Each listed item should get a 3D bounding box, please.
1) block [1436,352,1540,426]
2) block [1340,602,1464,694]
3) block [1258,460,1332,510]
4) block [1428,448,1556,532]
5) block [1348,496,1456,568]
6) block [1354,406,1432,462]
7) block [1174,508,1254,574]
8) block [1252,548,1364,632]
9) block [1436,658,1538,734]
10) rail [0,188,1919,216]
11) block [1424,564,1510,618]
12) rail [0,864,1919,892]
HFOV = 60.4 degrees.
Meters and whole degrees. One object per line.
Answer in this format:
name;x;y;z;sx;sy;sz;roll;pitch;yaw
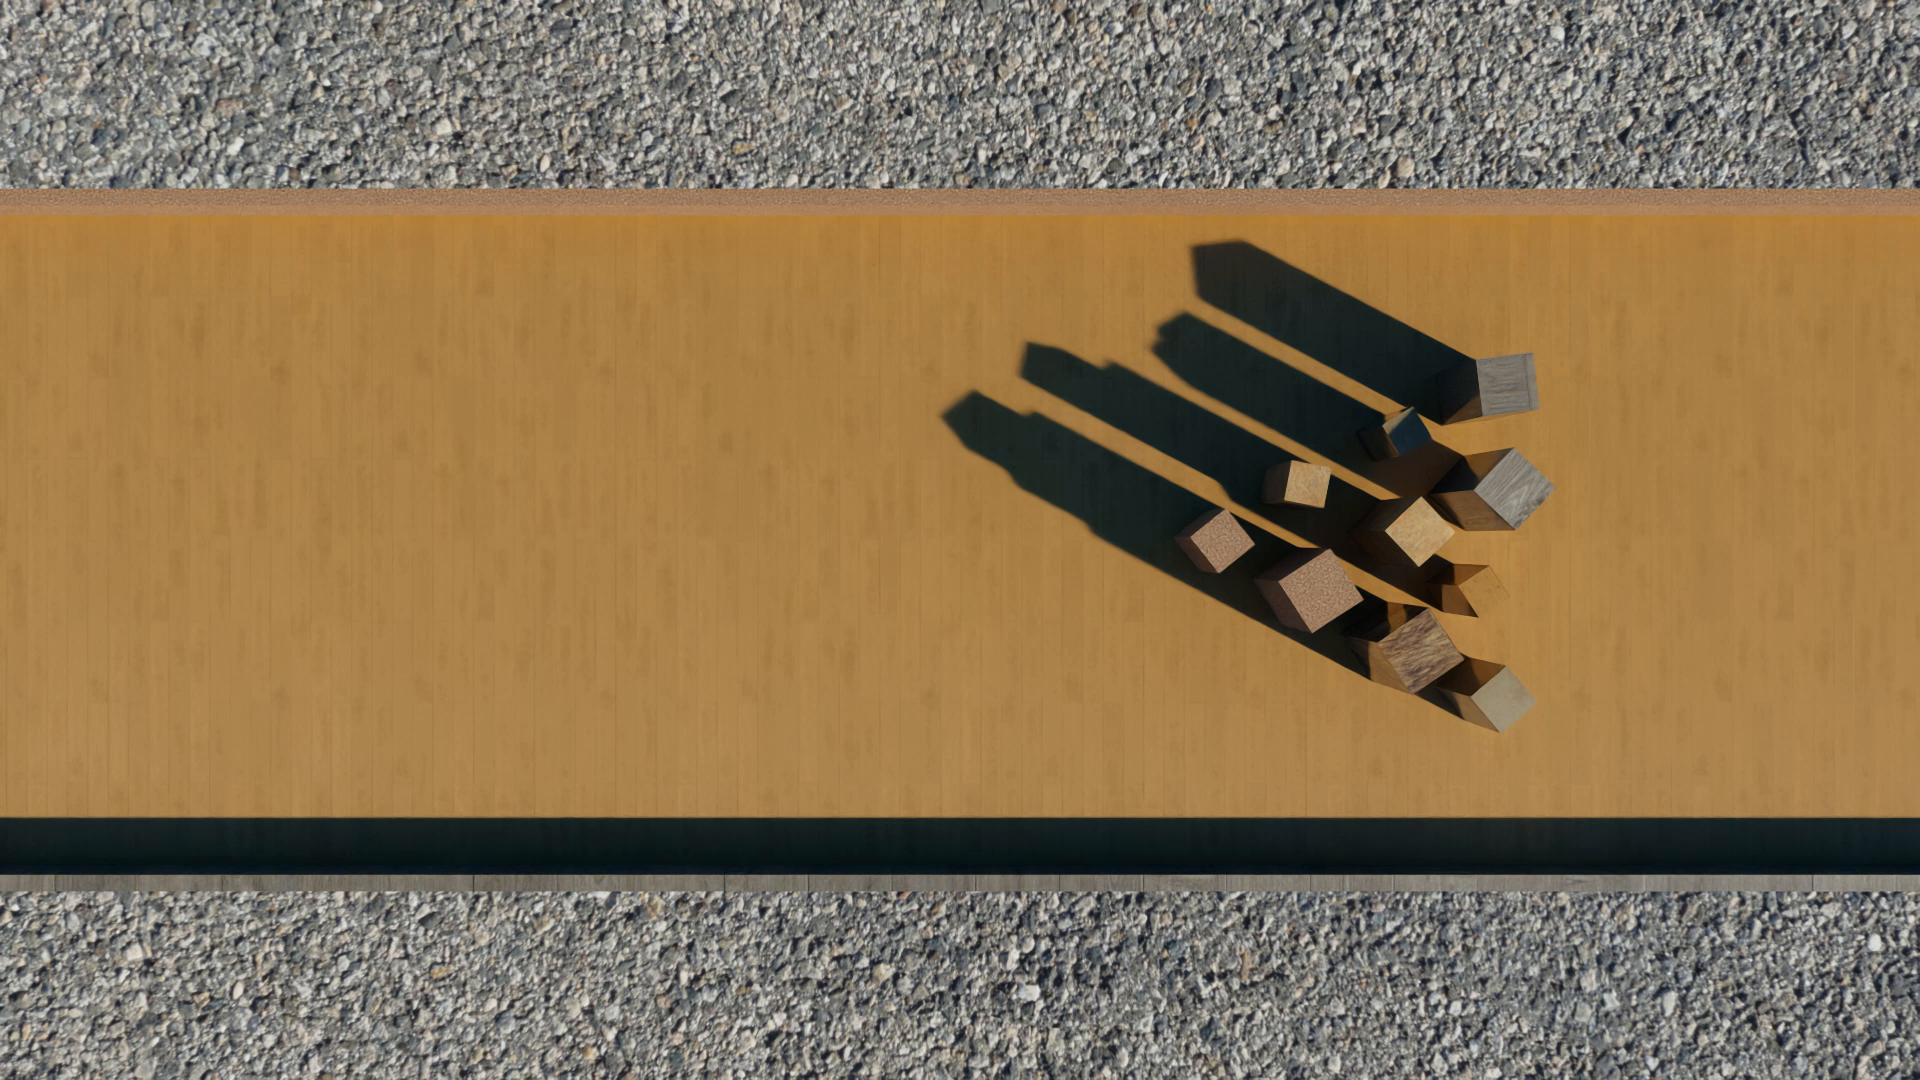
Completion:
block;1.553;-0.442;4.876;0.164;0.401;0.164;-7;90;0
block;1.291;0.312;4.848;0.177;0.456;0.177;-34;90;0
block;0.988;-0.159;4.879;0.115;0.394;0.115;11;90;0
block;1.554;-0.143;4.848;0.164;0.457;0.164;44;90;0
block;1.293;-0.024;4.855;0.141;0.442;0.141;-43;90;0
block;1.287;-0.313;4.912;0.105;0.328;0.105;-32;90;0
block;0.748;0.002;4.885;0.132;0.382;0.132;-39;90;0
block;1.016;0.143;4.859;0.173;0.434;0.173;-33;90;0
block;1.560;0.458;4.902;0.138;0.349;0.138;-40;90;0
rail;-2.247;-1.025;5.002;12.000;0.150;0.050;0;90;0
block;1.504;0.148;4.902;0.109;0.348;0.109;-33;90;0
rail;-2.247;1.025;5.001;12.000;0.150;0.050;0;90;0
